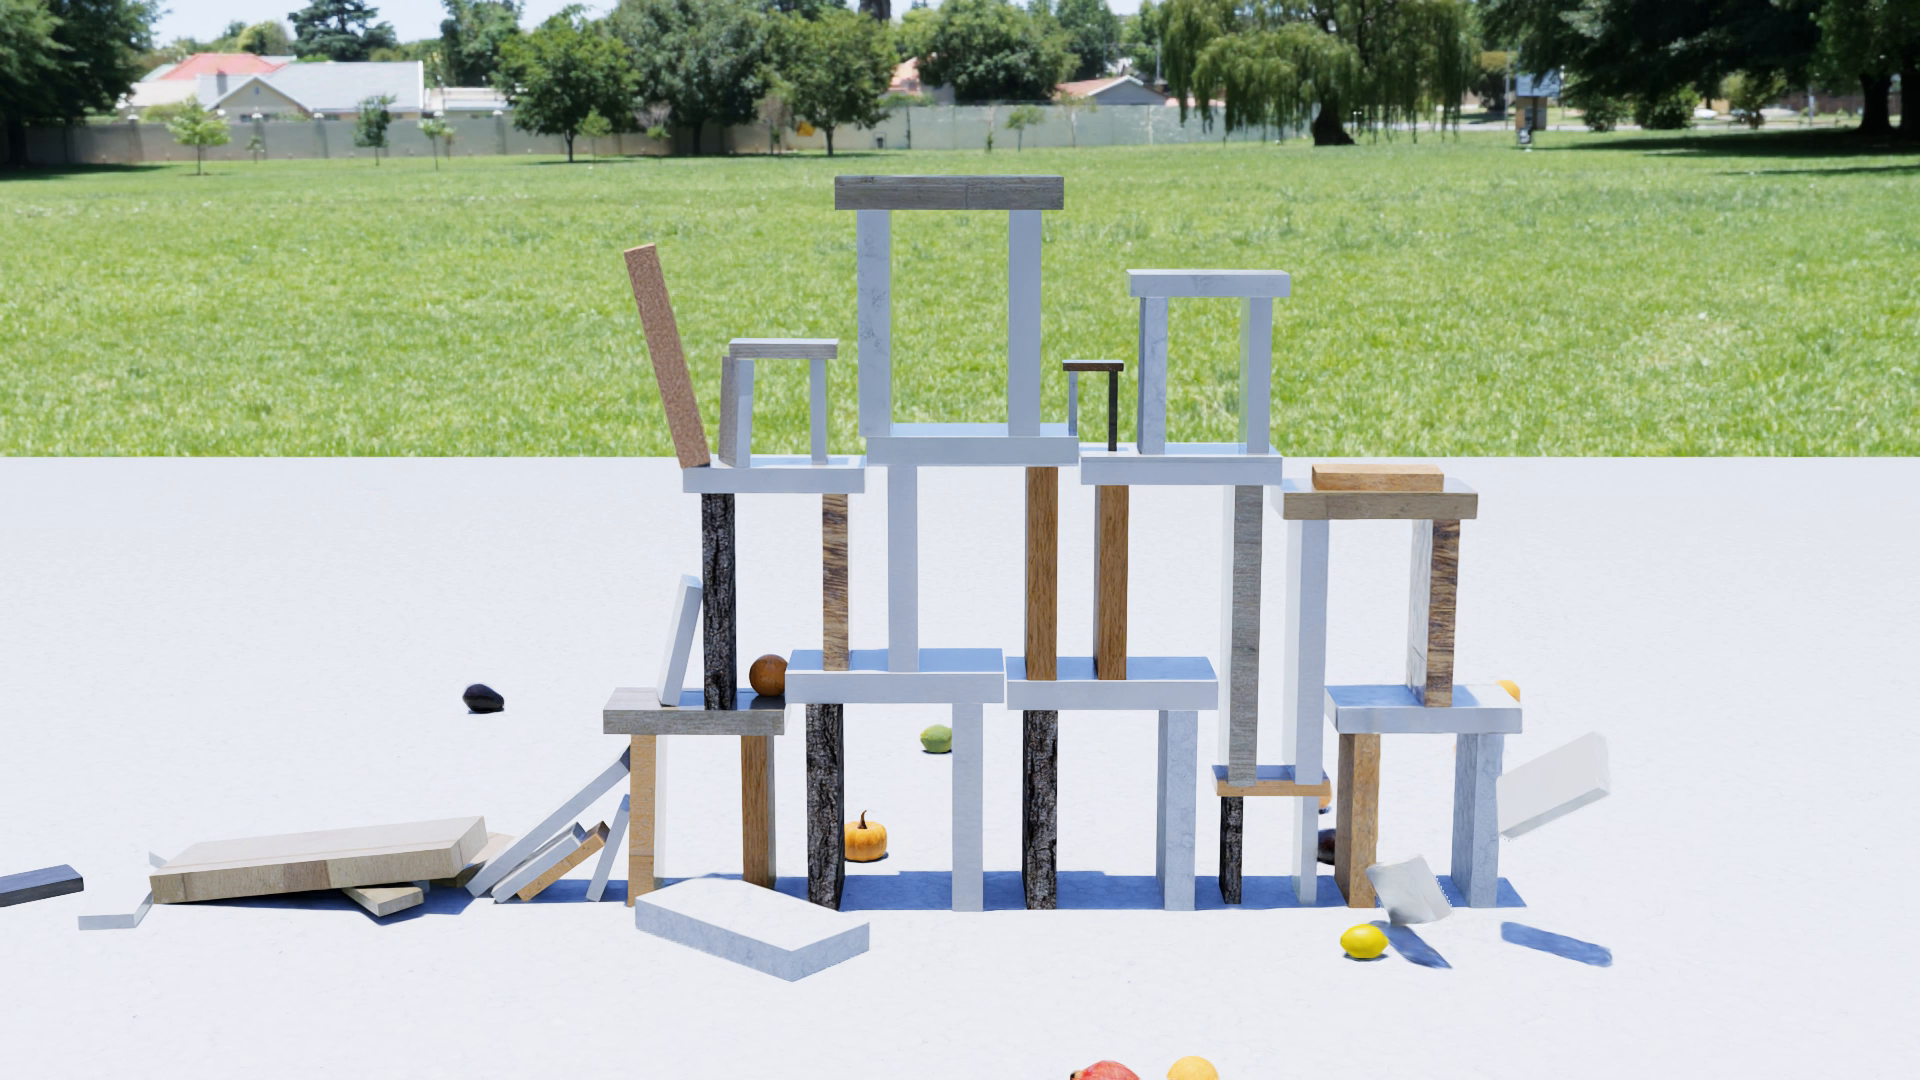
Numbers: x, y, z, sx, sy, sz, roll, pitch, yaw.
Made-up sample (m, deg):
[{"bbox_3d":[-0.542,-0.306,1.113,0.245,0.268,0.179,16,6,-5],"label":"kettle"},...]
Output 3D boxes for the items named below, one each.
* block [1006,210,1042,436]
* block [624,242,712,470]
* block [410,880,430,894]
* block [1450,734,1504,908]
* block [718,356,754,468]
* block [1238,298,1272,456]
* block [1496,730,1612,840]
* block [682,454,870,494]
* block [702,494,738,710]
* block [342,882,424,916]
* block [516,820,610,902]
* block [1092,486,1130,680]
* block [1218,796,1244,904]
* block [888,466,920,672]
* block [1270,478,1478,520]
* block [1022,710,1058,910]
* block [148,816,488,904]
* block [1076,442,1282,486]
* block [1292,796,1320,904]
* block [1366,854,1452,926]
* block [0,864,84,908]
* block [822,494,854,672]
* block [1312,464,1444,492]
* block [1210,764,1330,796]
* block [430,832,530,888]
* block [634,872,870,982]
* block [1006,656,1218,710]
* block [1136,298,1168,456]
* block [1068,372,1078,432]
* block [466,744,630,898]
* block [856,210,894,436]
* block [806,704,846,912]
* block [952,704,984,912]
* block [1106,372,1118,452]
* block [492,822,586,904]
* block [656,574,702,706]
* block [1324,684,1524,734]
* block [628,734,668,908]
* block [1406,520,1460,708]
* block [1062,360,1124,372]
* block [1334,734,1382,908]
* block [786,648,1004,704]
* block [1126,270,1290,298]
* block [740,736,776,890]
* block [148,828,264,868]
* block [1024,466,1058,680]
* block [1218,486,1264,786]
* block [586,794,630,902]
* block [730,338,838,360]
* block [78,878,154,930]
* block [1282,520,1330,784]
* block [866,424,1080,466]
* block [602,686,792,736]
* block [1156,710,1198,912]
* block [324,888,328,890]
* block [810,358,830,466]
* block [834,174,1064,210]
[{"bbox_3d":[0.100,-0.351,3.499,0.050,0.352,0.176,0,11,0],"label":"block"},{"bbox_3d":[-0.466,-0.296,3.505,0.049,0.347,0.174,-15,10,-5],"label":"block"},{"bbox_3d":[-0.965,0.571,3.713,0.077,0.022,0.154,-8,13,-37],"label":"block"},{"bbox_3d":[0.856,0.444,3.644,0.042,0.297,0.149,0,11,0],"label":"block"},{"bbox_3d":[-0.355,-0.205,3.490,0.024,0.169,0.085,-1,10,-26],"label":"block"},{"bbox_3d":[0.471,-0.268,3.510,0.035,0.248,0.124,0,11,1],"label":"block"},{"bbox_3d":[0.912,0.379,3.388,0.028,0.100,0.200,27,-40,-24],"label":"block"},{"bbox_3d":[-0.293,-0.107,3.540,0.288,0.041,0.144,0,11,0],"label":"block"},{"bbox_3d":[-0.391,0.087,3.578,0.041,0.354,0.144,0,11,-1],"label":"block"},{"bbox_3d":[-0.945,0.573,3.593,0.077,0.022,0.154,-14,17,-35],"label":"block"},{"bbox_3d":[-0.658,0.534,3.656,0.165,0.023,0.082,-36,9,6],"label":"block"},{"bbox_3d":[0.244,0.055,3.569,0.045,0.317,0.158,0,11,0],"label":"block"},{"bbox_3d":[0.450,0.500,3.648,0.026,0.185,0.092,0,11,0],"label":"block"},{"bbox_3d":[-0.091,0.033,3.565,0.047,0.333,0.167,0,11,0],"label":"block"},{"bbox_3d":[0.665,-0.067,3.551,0.307,0.043,0.153,0,11,0],"label":"block"},{"bbox_3d":[0.132,0.422,3.644,0.048,0.338,0.169,0,11,-1],"label":"block"},{"bbox_3d":[-1.065,0.532,3.667,0.516,0.049,0.174,-6,10,7],"label":"block"},{"bbox_3d":[0.349,-0.123,3.534,0.317,0.045,0.158,0,11,0],"label":"block"},{"bbox_3d":[0.573,0.500,3.648,0.026,0.184,0.092,0,11,0],"label":"block"},{"bbox_3d":[0.696,0.546,3.422,0.028,0.100,0.200,-25,-7,-12],"label":"block"},{"bbox_3d":[-1.561,0.579,3.661,0.173,0.024,0.086,-8,13,-37],"label":"block"},{"bbox_3d":[-0.198,0.055,3.570,0.041,0.288,0.144,0,11,0],"label":"block"},{"bbox_3d":[0.669,-0.101,3.534,0.200,0.028,0.100,1,11,5],"label":"block"},{"bbox_3d":[0.511,0.397,3.628,0.185,0.026,0.092,0,11,0],"label":"block"},{"bbox_3d":[-0.840,0.551,3.800,0.099,0.028,0.198,6,12,29],"label":"block"},{"bbox_3d":[-0.329,0.604,3.457,0.347,0.049,0.174,9,13,39],"label":"block"},{"bbox_3d":[0.245,0.234,3.603,0.338,0.048,0.169,0,11,0],"label":"block"},{"bbox_3d":[0.307,-0.268,3.510,0.035,0.248,0.124,0,11,0],"label":"block"},{"bbox_3d":[0.180,-0.225,3.520,0.014,0.096,0.048,0,11,0],"label":"block"},{"bbox_3d":[-0.678,0.467,3.667,0.344,0.028,0.099,-39,6,9],"label":"block"},{"bbox_3d":[-0.134,-0.351,3.499,0.050,0.352,0.176,0,11,0],"label":"block"},{"bbox_3d":[-0.222,0.419,3.634,0.050,0.350,0.175,0,11,1],"label":"block"},{"bbox_3d":[0.012,0.418,3.637,0.050,0.350,0.175,0,11,0],"label":"block"},{"bbox_3d":[0.244,-0.209,3.522,0.014,0.128,0.048,0,11,1],"label":"block"},{"bbox_3d":[-0.699,0.535,3.650,0.165,0.023,0.082,-36,10,4],"label":"block"},{"bbox_3d":[-0.457,0.163,3.591,0.028,0.198,0.099,12,8,-14],"label":"block"},{"bbox_3d":[0.757,0.277,3.613,0.297,0.042,0.148,0,11,0],"label":"block"},{"bbox_3d":[-0.517,0.445,3.645,0.041,0.292,0.146,3,11,0],"label":"block"},{"bbox_3d":[0.770,0.105,3.584,0.043,0.307,0.153,0,11,0],"label":"block"},{"bbox_3d":[0.212,-0.278,3.509,0.096,0.014,0.048,0,11,1],"label":"block"},{"bbox_3d":[0.658,0.444,3.644,0.042,0.297,0.149,0,11,0],"label":"block"},{"bbox_3d":[-0.104,0.221,3.600,0.350,0.050,0.175,0,11,0],"label":"block"},{"bbox_3d":[0.391,-0.407,3.484,0.248,0.035,0.124,0,11,1],"label":"block"},{"bbox_3d":[-0.333,0.446,3.646,0.041,0.292,0.146,0,11,0],"label":"block"},{"bbox_3d":[-1.310,0.545,3.846,0.185,0.024,0.086,-10,14,-42],"label":"block"},{"bbox_3d":[0.131,0.040,3.567,0.047,0.346,0.167,0,11,0],"label":"block"},{"bbox_3d":[0.456,0.142,3.581,0.045,0.493,0.158,0,11,0],"label":"block"},{"bbox_3d":[-0.578,0.510,3.653,0.023,0.165,0.082,20,10,-4],"label":"block"},{"bbox_3d":[-0.279,-0.305,3.499,0.169,0.024,0.085,0,11,-1],"label":"block"},{"bbox_3d":[-1.369,0.593,3.586,0.086,0.024,0.173,-1,11,-6],"label":"block"},{"bbox_3d":[0.564,0.168,3.595,0.043,0.435,0.153,0,11,0],"label":"block"},{"bbox_3d":[0.020,-0.153,3.530,0.333,0.047,0.167,0,11,0],"label":"block"},{"bbox_3d":[-0.429,0.281,3.614,0.293,0.041,0.146,0,11,0],"label":"block"},{"bbox_3d":[0.358,0.424,3.637,0.048,0.338,0.169,0,11,0],"label":"block"},{"bbox_3d":[-1.099,0.562,3.762,0.077,0.022,0.154,0,11,0],"label":"block"},{"bbox_3d":[-0.224,-0.210,3.520,0.024,0.169,0.085,0,11,0],"label":"block"},{"bbox_3d":[-0.017,-0.548,3.463,0.352,0.050,0.176,0,11,0],"label":"block"}]
